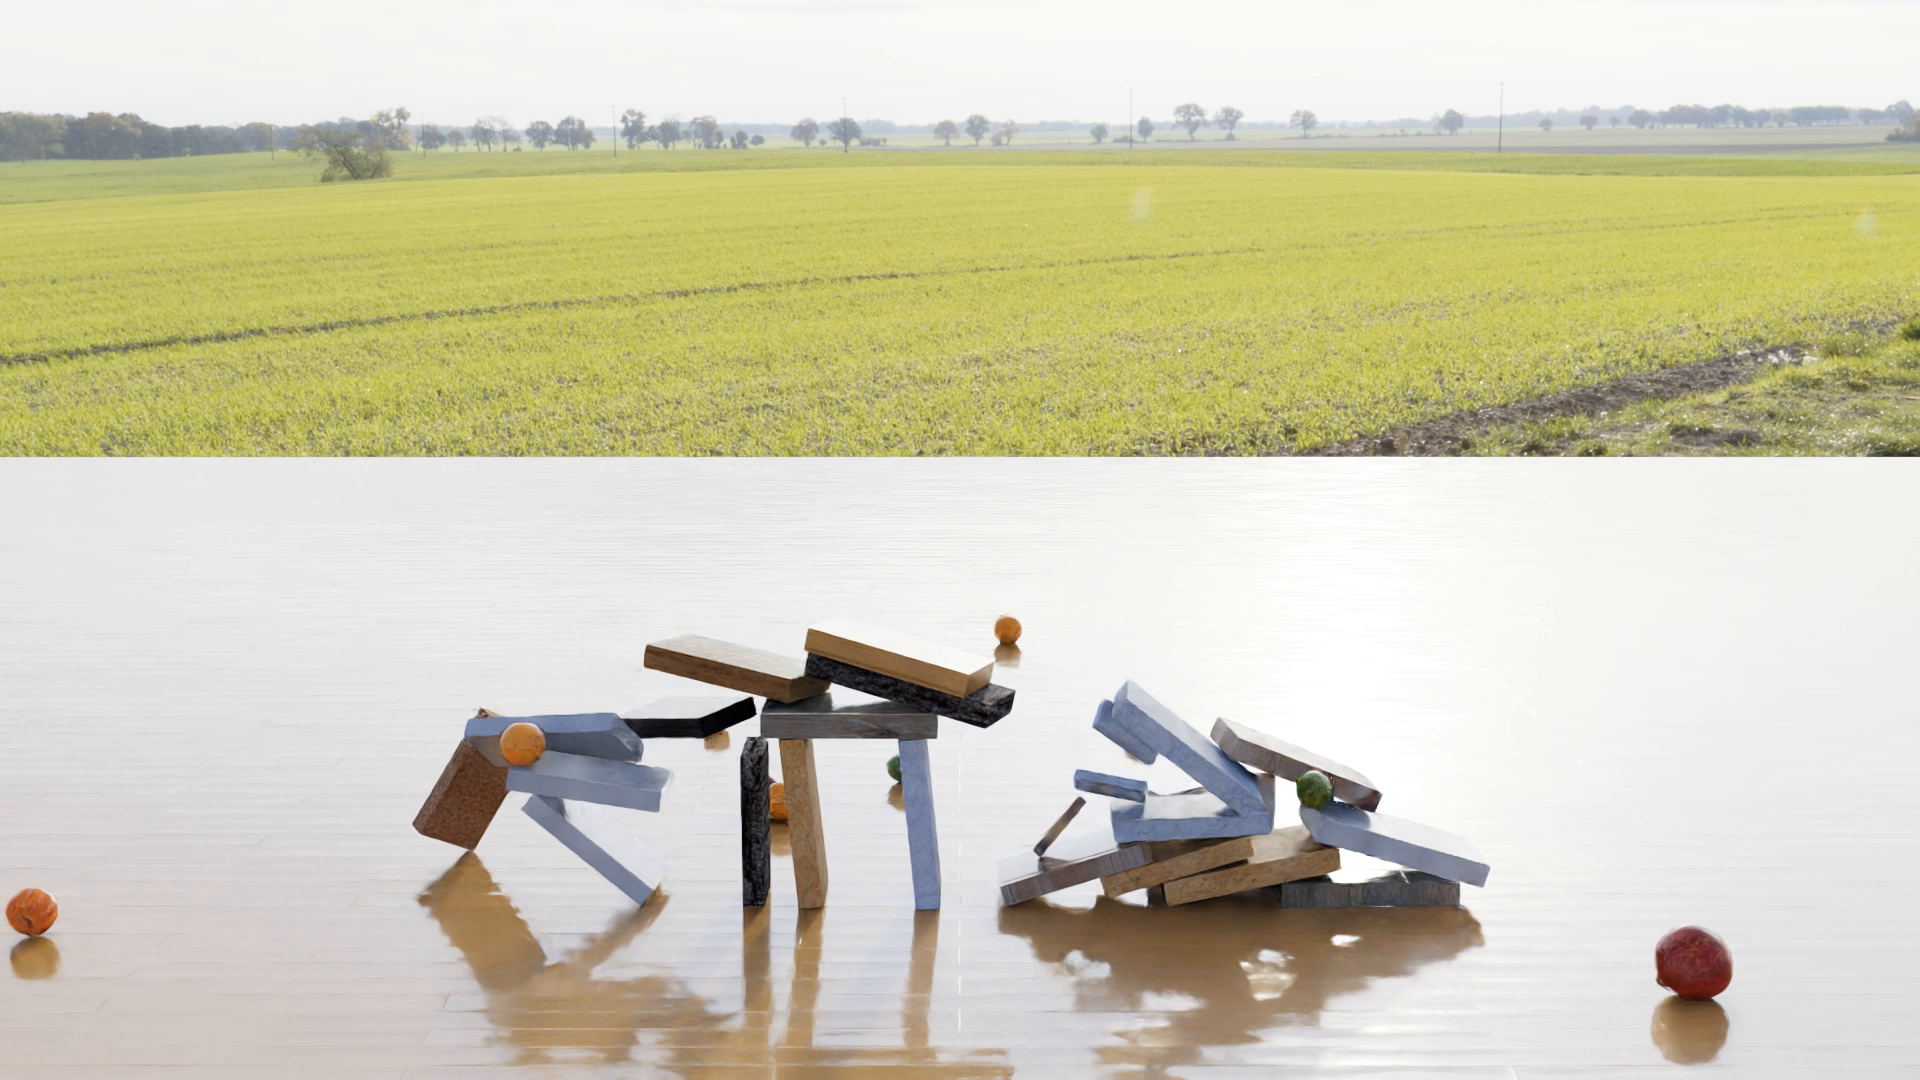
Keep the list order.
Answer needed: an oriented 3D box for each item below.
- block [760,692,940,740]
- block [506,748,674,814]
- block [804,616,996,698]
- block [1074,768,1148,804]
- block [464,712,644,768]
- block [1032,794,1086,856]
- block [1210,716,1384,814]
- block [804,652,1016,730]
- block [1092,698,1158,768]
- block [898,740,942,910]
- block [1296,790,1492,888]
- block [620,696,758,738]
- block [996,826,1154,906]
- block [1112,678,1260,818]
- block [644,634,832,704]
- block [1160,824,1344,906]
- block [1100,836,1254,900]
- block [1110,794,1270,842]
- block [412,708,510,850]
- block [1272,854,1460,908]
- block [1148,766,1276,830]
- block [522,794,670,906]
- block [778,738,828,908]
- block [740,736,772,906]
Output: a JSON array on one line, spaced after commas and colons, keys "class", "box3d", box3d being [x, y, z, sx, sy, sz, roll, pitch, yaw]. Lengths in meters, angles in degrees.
[{"class": "block", "box3d": [-0.178, 0.288, 3.610, 0.285, 0.040, 0.143, 0, 11, 1]}, {"class": "block", "box3d": [-0.610, 0.397, 3.642, 0.253, 0.036, 0.126, 9, 11, 1]}, {"class": "block", "box3d": [-0.099, 0.190, 3.615, 0.283, 0.040, 0.141, 15, 11, 16]}, {"class": "block", "box3d": [0.251, 0.409, 3.655, 0.120, 0.017, 0.060, 10, -25, 9]}, {"class": "block", "box3d": [-0.684, 0.338, 3.707, 0.276, 0.034, 0.120, -4, -32, 18]}, {"class": "block", "box3d": [0.165, 0.474, 3.651, 0.017, 0.120, 0.060, 40, -2, 4]}, {"class": "block", "box3d": [0.565, 0.378, 3.705, 0.273, 0.039, 0.136, 21, 7, -12]}, {"class": "block", "box3d": [-0.082, 0.234, 3.619, 0.321, 0.040, 0.141, 15, 11, 16]}, {"class": "block", "box3d": [0.276, 0.317, 3.628, 0.120, 0.017, 0.060, 35, 40, -10]}, {"class": "block", "box3d": [-0.066, 0.450, 3.634, 0.040, 0.285, 0.143, -5, 10, 1]}, {"class": "block", "box3d": [0.719, 0.497, 3.655, 0.293, 0.042, 0.147, 16, 10, -7]}, {"class": "block", "box3d": [-0.467, 0.299, 3.714, 0.239, 0.034, 0.120, -5, 12, 44]}, {"class": "block", "box3d": [0.188, 0.534, 3.650, 0.252, 0.036, 0.126, -17, 10, 1]}, {"class": "block", "box3d": [0.371, 0.341, 3.615, 0.273, 0.039, 0.136, 37, 12, -3]}, {"class": "block", "box3d": [-0.372, 0.213, 3.687, 0.283, 0.040, 0.141, 12, 10, 24]}, {"class": "block", "box3d": [0.477, 0.537, 3.664, 0.293, 0.042, 0.147, -12, 11, 1]}, {"class": "block", "box3d": [0.352, 0.523, 3.650, 0.252, 0.036, 0.126, -16, 10, 0]}, {"class": "block", "box3d": [0.378, 0.458, 3.645, 0.252, 0.036, 0.126, -3, 10, 1]}, {"class": "block", "box3d": [-0.845, 0.420, 3.851, 0.120, 0.239, 0.034, 29, 3, -44]}, {"class": "block", "box3d": [0.671, 0.568, 3.672, 0.293, 0.042, 0.147, 0, 11, -1]}, {"class": "block", "box3d": [0.443, 0.485, 3.860, 0.273, 0.136, 0.039, -8, 15, -36]}, {"class": "block", "box3d": [-0.604, 0.496, 3.660, 0.253, 0.036, 0.126, 39, 11, -3]}, {"class": "block", "box3d": [-0.258, 0.449, 3.640, 0.040, 0.285, 0.143, -6, 10, 1]}, {"class": "block", "box3d": [-0.339, 0.465, 3.647, 0.036, 0.253, 0.126, 0, 11, 0]}]
